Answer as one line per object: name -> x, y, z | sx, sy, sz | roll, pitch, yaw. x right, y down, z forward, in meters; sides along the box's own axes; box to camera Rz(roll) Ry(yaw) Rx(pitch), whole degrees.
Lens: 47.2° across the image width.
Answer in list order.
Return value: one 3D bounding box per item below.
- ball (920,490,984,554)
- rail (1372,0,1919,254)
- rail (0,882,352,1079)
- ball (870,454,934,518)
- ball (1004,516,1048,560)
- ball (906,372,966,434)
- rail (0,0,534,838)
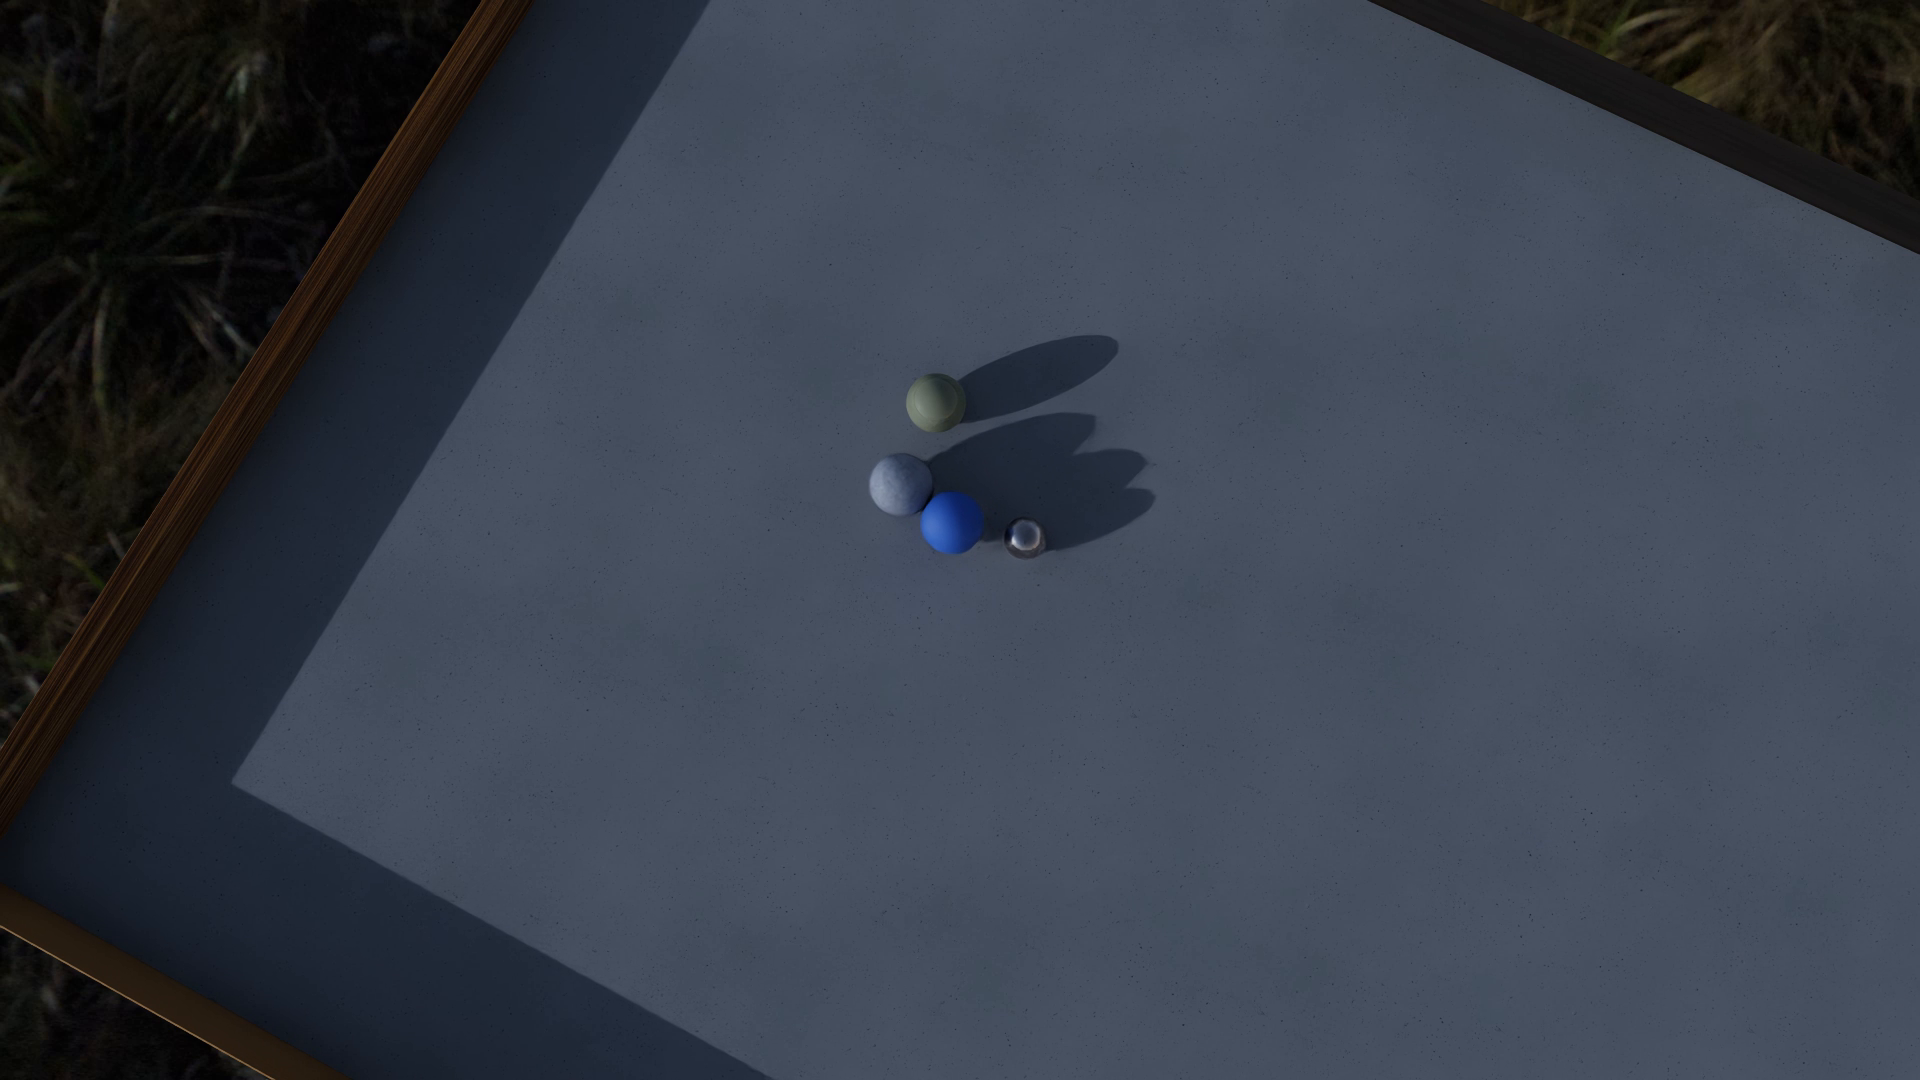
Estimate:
ball -> -0.011, -0.026, 3.342 | 0.097, 0.097, 0.097 | 0, 75, 0
rail -> 1.472, -0.487, 3.449 | 4.288, 0.128, 0.045 | 27, 77, 7
rail -> 0.428, 1.439, 2.931 | 4.288, 0.128, 0.045 | 27, 77, 7
ball -> -0.089, -0.083, 3.357 | 0.098, 0.098, 0.098 | 0, 75, 0
ball -> 0.100, -0.002, 3.351 | 0.066, 0.066, 0.066 | 0, 75, 0
ball -> -0.037, -0.211, 3.393 | 0.094, 0.094, 0.094 | 0, 75, 0
rail -> -0.929, -0.474, 3.445 | 0.045, 0.128, 2.299 | 27, 77, 7
